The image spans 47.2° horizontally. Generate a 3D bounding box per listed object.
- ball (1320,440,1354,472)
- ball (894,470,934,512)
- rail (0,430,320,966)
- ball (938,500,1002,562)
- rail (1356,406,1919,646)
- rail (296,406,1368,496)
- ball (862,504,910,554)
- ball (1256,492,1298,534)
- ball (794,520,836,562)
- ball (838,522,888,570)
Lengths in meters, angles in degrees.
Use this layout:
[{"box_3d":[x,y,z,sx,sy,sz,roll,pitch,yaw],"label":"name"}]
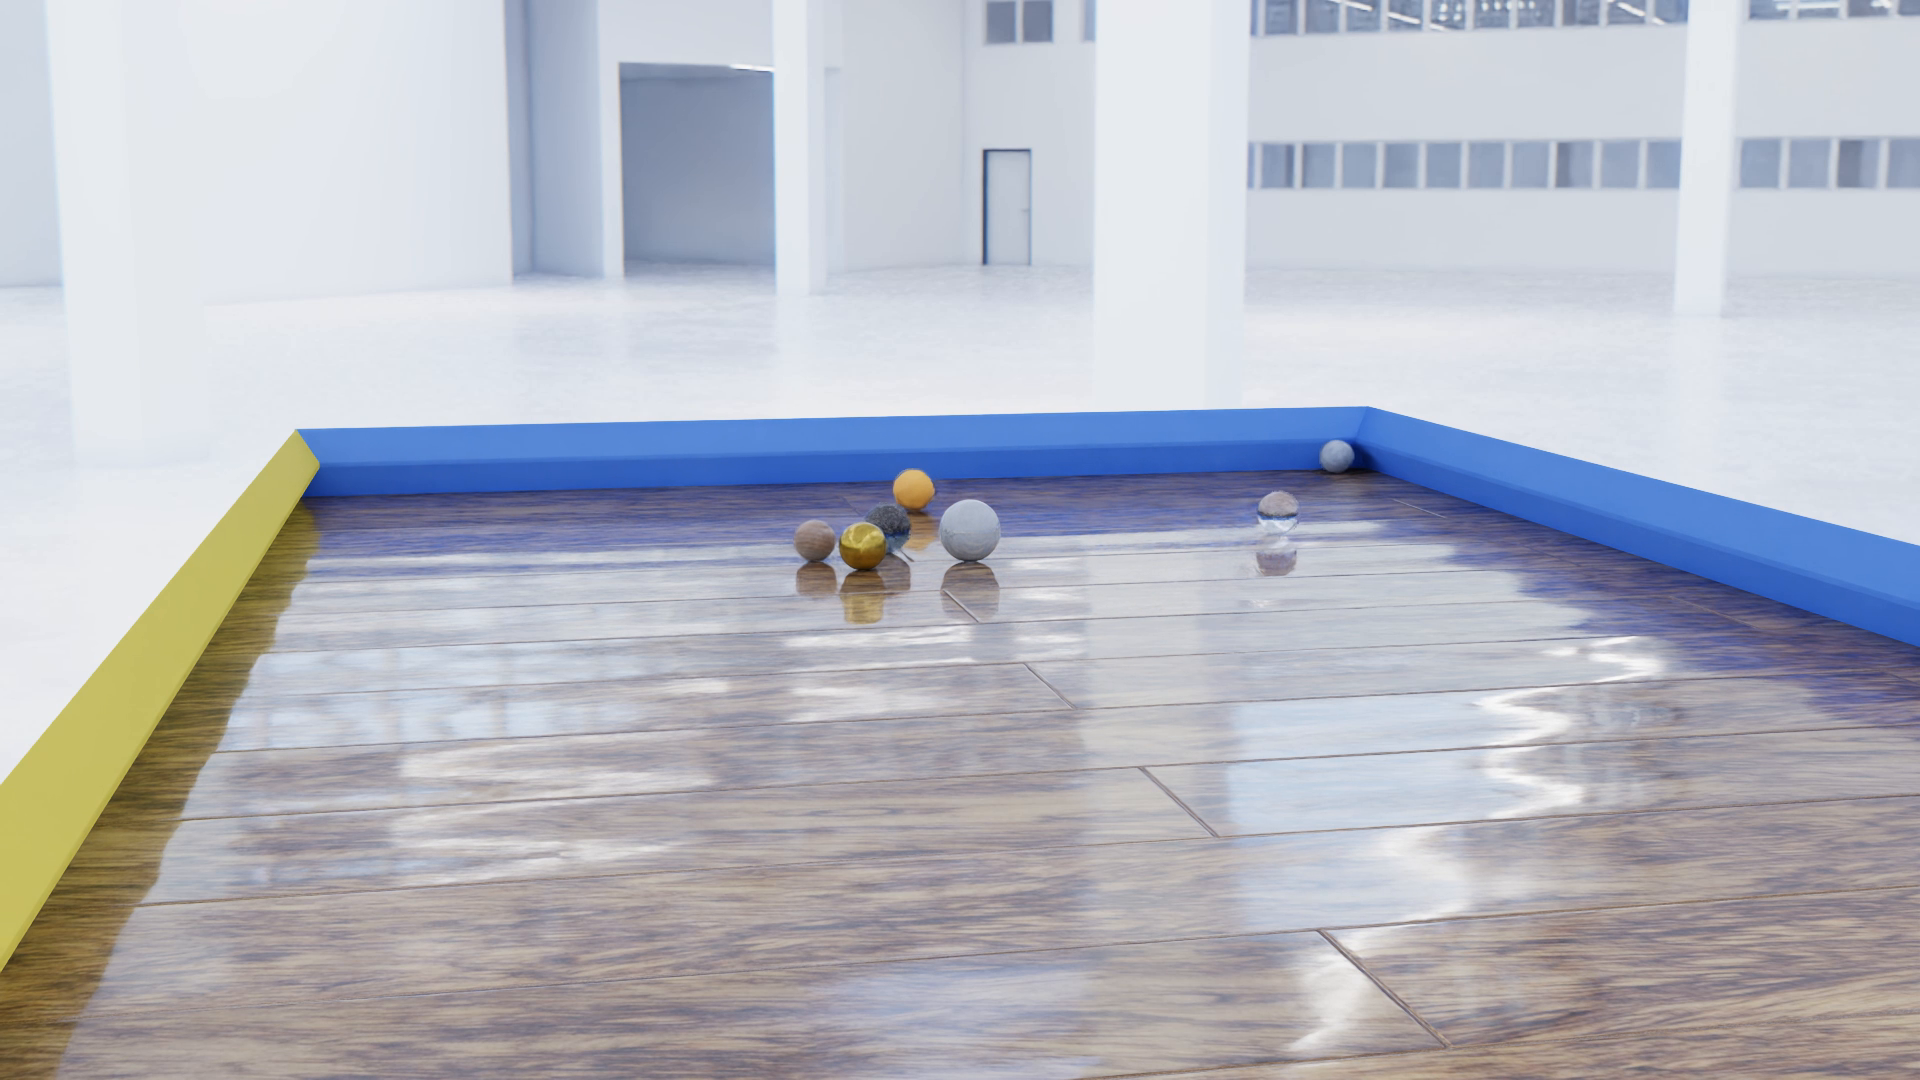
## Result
[{"box_3d":[0.768,-0.170,4.474,0.068,0.068,0.068,0,9,0],"label":"ball"},{"box_3d":[-0.084,-0.088,3.949,0.073,0.073,0.073,0,9,0],"label":"ball"},{"box_3d":[-0.821,0.162,2.223,0.045,0.126,3.948,-2,9,-12],"label":"rail"},{"box_3d":[0.015,-0.015,3.414,0.097,0.097,0.097,0,9,0],"label":"ball"},{"box_3d":[1.222,0.094,2.642,0.045,0.126,3.948,-2,9,-12],"label":"rail"},{"box_3d":[-0.196,-0.176,4.318,2.135,0.126,0.045,-2,9,-12],"label":"rail"},{"box_3d":[-0.118,-0.018,3.496,0.077,0.077,0.077,0,9,0],"label":"ball"},{"box_3d":[0.533,-0.045,3.692,0.069,0.069,0.069,0,9,0],"label":"ball"},{"box_3d":[-0.225,0.001,3.423,0.065,0.065,0.065,0,9,0],"label":"ball"},{"box_3d":[-0.148,0.009,3.340,0.074,0.074,0.074,0,9,0],"label":"ball"}]
